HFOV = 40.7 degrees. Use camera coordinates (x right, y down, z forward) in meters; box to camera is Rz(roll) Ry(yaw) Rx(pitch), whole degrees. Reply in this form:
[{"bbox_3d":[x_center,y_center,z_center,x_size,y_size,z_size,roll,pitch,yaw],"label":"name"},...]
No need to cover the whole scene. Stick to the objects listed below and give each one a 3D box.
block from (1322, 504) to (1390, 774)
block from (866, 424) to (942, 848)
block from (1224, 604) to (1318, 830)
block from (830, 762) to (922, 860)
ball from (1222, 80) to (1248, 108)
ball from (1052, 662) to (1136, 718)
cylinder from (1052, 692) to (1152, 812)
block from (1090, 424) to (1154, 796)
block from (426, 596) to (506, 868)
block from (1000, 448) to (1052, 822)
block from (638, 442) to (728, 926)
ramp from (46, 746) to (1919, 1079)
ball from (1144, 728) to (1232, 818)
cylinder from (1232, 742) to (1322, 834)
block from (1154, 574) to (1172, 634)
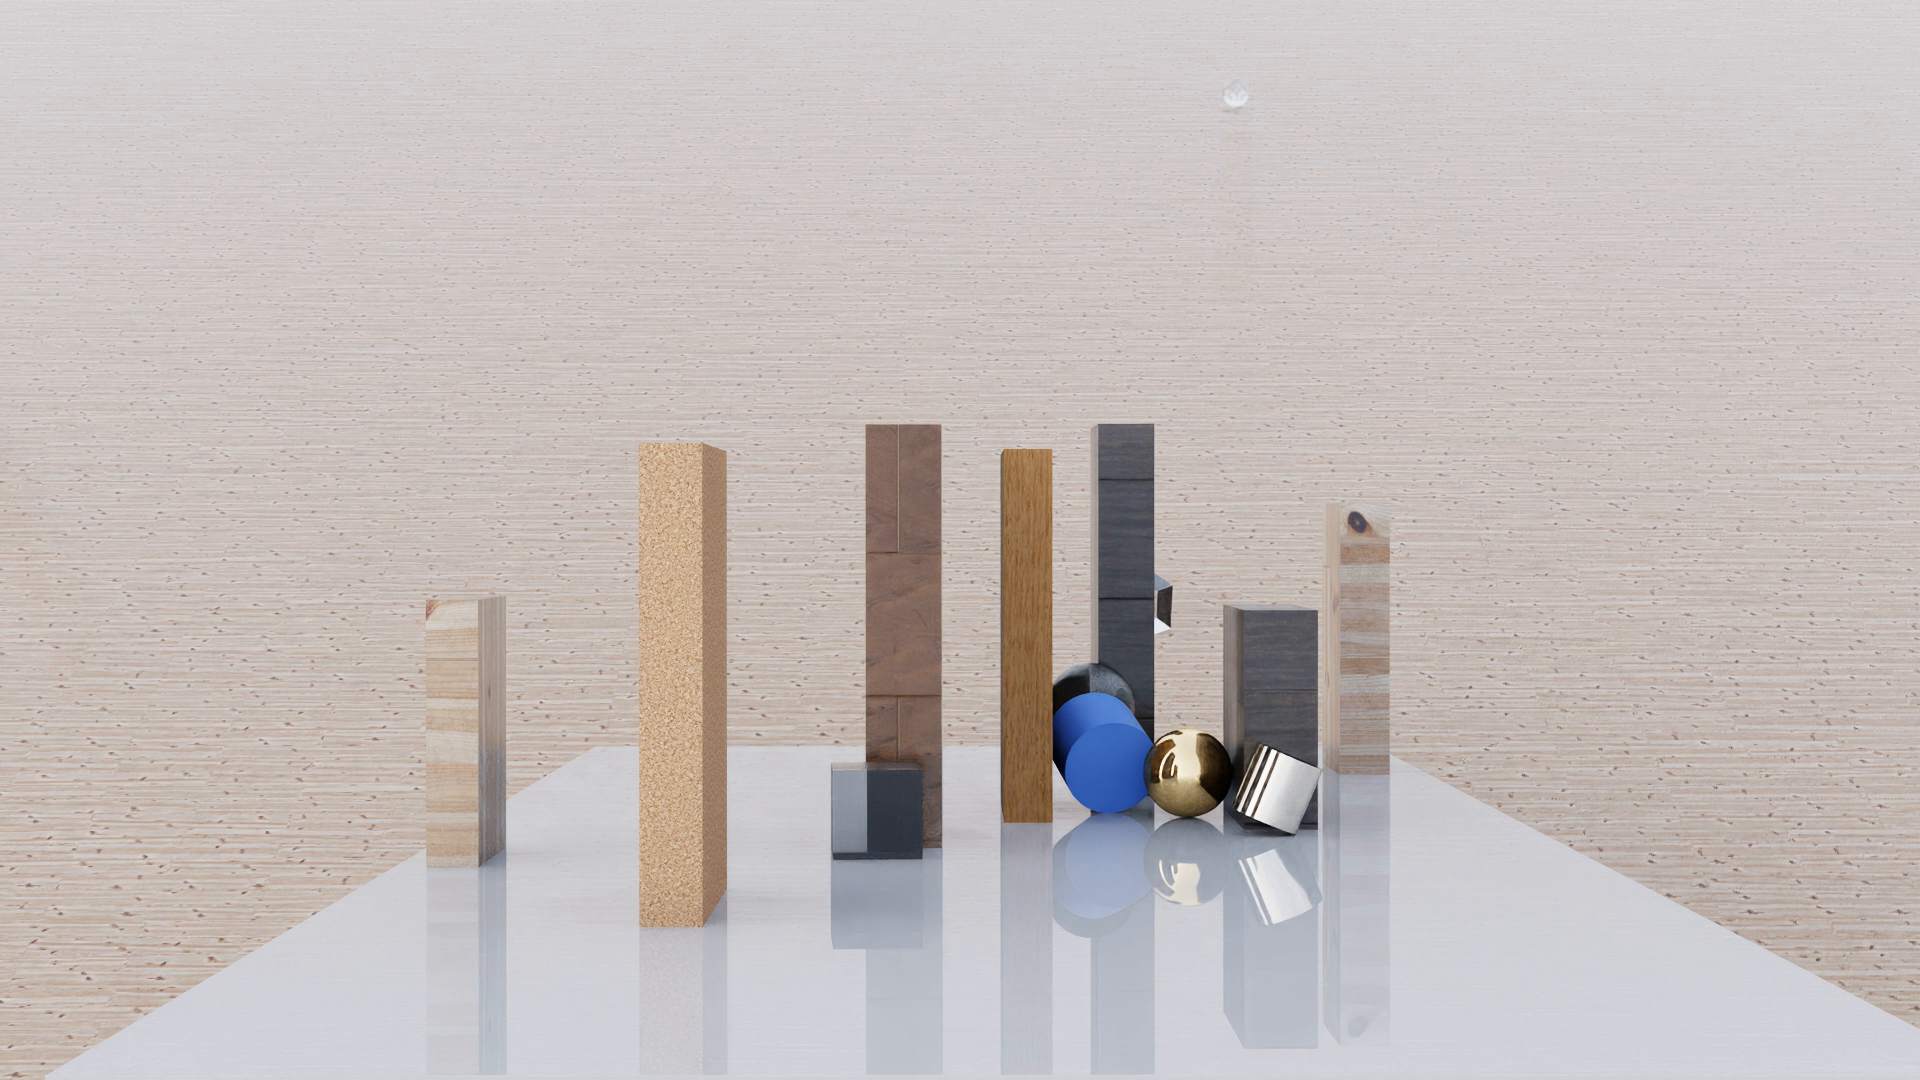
[{"bbox_3d":[0.918,0.224,6.006,0.113,0.616,0.278,0,0,0],"label":"block"},{"bbox_3d":[-0.099,0.168,4.659,0.133,0.740,0.288,0,0,0],"label":"block"},{"bbox_3d":[0.595,0.333,4.979,0.137,0.407,0.375,0,0,0],"label":"block"},{"bbox_3d":[-0.144,0.463,4.436,0.151,0.151,0.151,0,0,-4],"label":"block"},{"bbox_3d":[1.176,-1.902,11.035,0.113,0.113,0.113,0,29,0],"label":"ball"},{"bbox_3d":[0.268,0.344,5.315,0.185,0.185,0.185,0,29,0],"label":"ball"},{"bbox_3d":[0.282,0.422,5.144,0.187,0.187,0.187,-5,16,-8],"label":"cylinder"},{"bbox_3d":[0.347,0.145,5.560,0.118,0.778,0.312,0,0,0],"label":"block"},{"bbox_3d":[-0.837,0.319,4.396,0.086,0.441,0.264,0,0,0],"label":"block"},{"bbox_3d":[0.129,0.181,5.112,0.092,0.710,0.408,0,0,0],"label":"block"},{"bbox_3d":[-0.405,0.202,3.813,0.089,0.678,0.385,0,0,0],"label":"block"},{"bbox_3d":[0.066,0.588,4.638,2.000,0.100,4.000,0,0,0],"label":"ramp"},{"bbox_3d":[0.440,0.450,5.000,0.173,0.173,0.173,0,29,0],"label":"ball"},{"bbox_3d":[0.580,0.454,4.728,0.127,0.127,0.127,23,0,0],"label":"cylinder"},{"bbox_3d":[0.499,0.179,7.299,0.140,0.140,0.140,-17,34,-28],"label":"block"}]
